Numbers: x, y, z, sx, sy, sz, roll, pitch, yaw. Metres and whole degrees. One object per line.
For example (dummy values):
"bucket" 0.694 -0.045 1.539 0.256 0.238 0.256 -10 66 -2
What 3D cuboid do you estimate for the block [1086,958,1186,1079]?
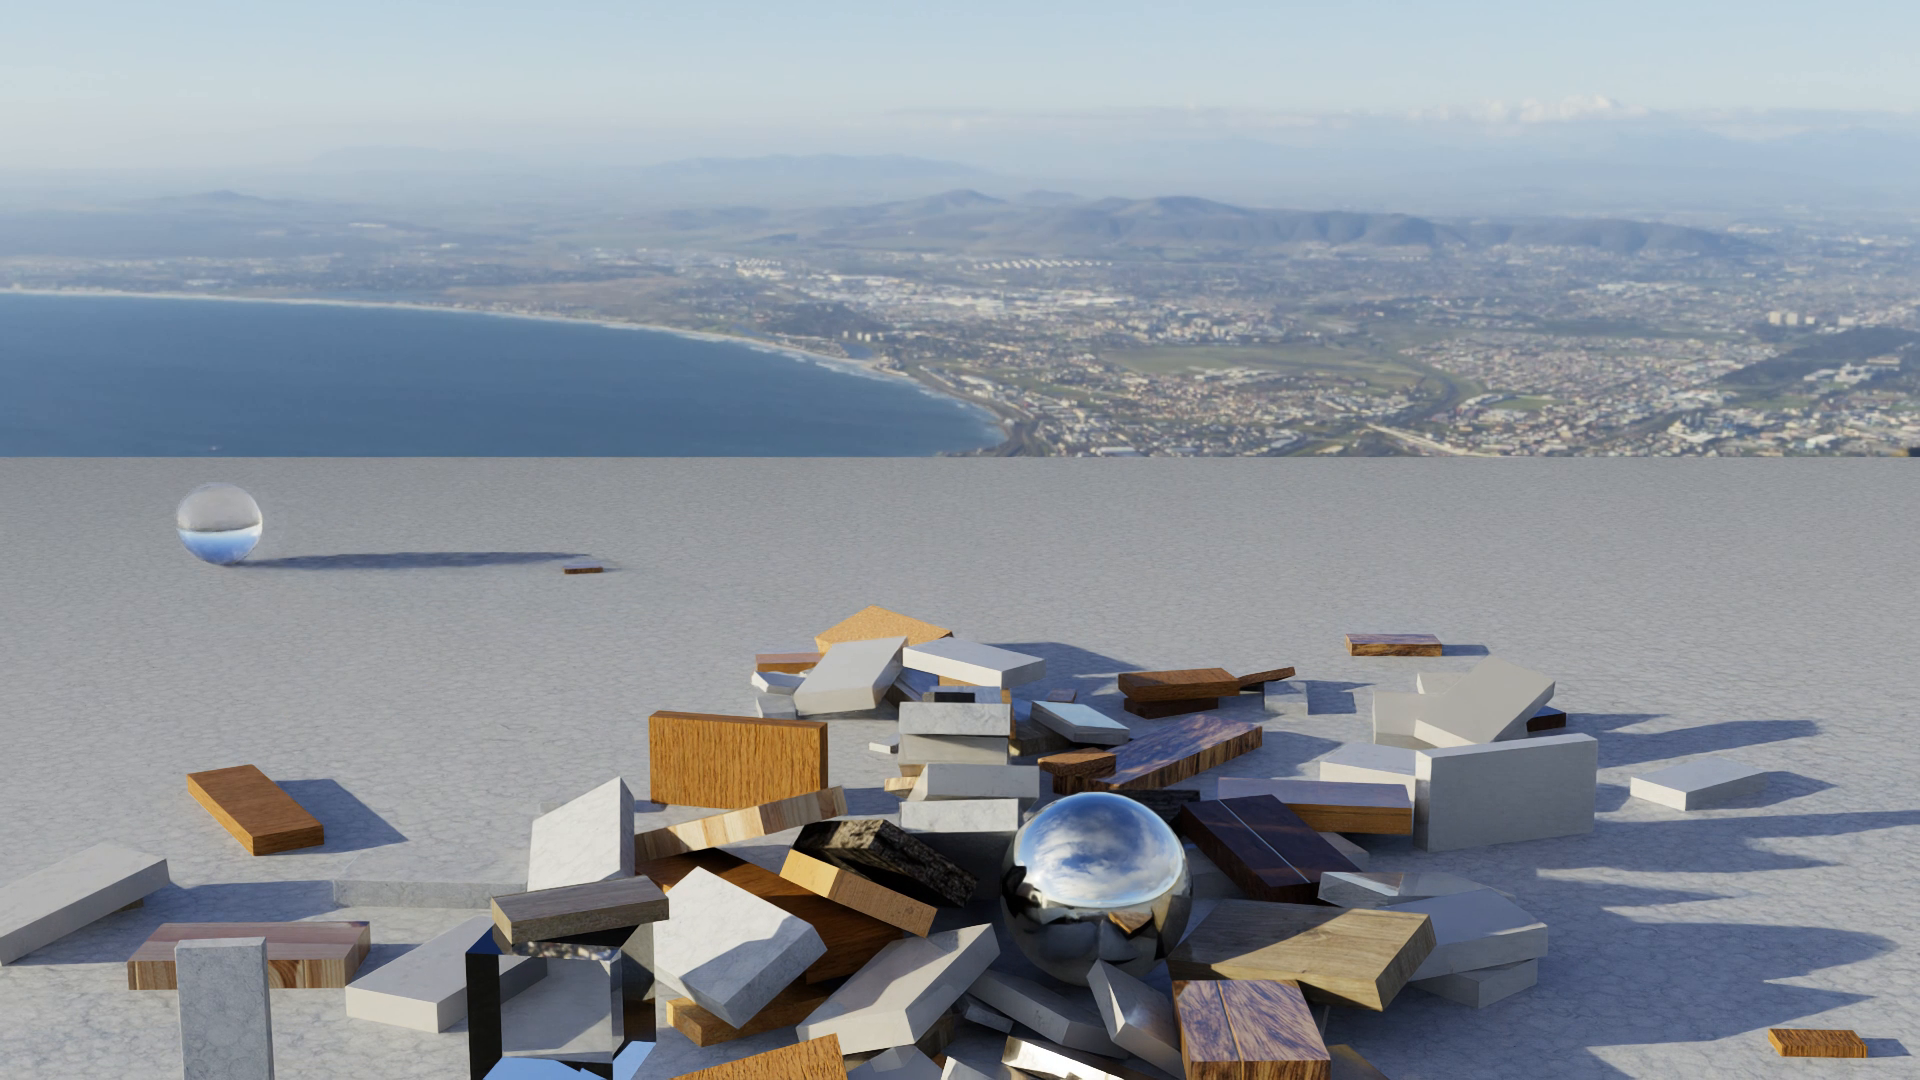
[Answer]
"block" 0.249 0.661 3.044 0.116 0.033 0.231 31 6 -10

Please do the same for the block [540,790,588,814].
"block" -0.709 0.493 4.134 0.146 0.021 0.073 0 11 2

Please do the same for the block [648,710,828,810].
"block" -0.416 0.419 4.129 0.337 0.169 0.048 3 11 15

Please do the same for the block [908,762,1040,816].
"block" 0.017 0.423 3.605 0.177 0.050 0.354 2 -16 -6

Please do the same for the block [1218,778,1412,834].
"block" 0.631 0.475 3.941 0.338 0.048 0.169 1 8 8

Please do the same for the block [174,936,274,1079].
"block" -0.958 0.628 2.869 0.108 0.217 0.031 -1 11 -6

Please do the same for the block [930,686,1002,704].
"block" 0.011 0.342 4.384 0.145 0.041 0.290 0 8 0

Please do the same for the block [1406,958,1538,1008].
"block" 0.709 0.630 3.338 0.147 0.042 0.293 -9 14 -41

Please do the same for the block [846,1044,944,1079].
"block" -0.100 0.716 2.765 0.118 0.034 0.237 36 27 26

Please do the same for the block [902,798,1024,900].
"block" 0.020 0.494 3.478 0.177 0.050 0.354 -2 -26 6

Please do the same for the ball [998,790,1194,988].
"ball" 0.202 0.518 3.266 0.289 0.289 0.289 0 11 0

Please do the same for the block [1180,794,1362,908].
"block" 0.519 0.521 3.677 0.173 0.049 0.346 -3 17 -18

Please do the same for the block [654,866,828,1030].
"block" -0.352 0.585 3.188 0.168 0.048 0.337 -39 27 -24

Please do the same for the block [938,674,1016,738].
"block" 0.031 0.333 4.671 0.145 0.041 0.485 0 11 -2

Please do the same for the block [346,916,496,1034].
"block" -0.745 0.641 3.270 0.159 0.045 0.318 5 11 23

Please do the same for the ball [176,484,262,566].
"ball" -2.166 -0.046 6.436 0.240 0.240 0.240 0 11 0

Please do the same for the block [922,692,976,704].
"block" -0.020 0.270 3.745 0.069 0.020 0.138 2 -5 -9

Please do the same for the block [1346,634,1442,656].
"block" 1.059 0.257 5.379 0.217 0.031 0.108 0 11 2

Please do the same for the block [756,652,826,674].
"block" -0.386 0.292 5.200 0.191 0.027 0.095 -1 11 -8

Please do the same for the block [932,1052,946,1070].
"block" -0.057 0.707 2.979 0.063 0.018 0.126 -9 13 -23

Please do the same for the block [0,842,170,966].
"block" -1.446 0.577 3.512 0.159 0.045 0.319 6 19 31

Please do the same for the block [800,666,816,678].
"block" -0.290 0.306 5.075 0.144 0.020 0.072 -17 27 -39

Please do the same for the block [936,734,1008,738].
"block" -0.003 0.418 4.006 0.180 0.051 0.359 1 -17 1

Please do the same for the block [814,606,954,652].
"block" -0.179 0.246 5.225 0.175 0.050 0.351 -29 24 -27

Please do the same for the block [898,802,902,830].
"block" -0.005 0.490 3.655 0.177 0.050 0.354 0 -16 1

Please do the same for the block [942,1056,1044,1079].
"block" 0.123 0.716 2.736 0.145 0.041 0.291 20 -5 -40

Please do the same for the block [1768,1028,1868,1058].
"block" 1.188 0.697 3.047 0.115 0.016 0.058 0 11 3

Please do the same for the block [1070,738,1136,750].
"block" 0.301 0.420 4.530 0.143 0.020 0.072 8 13 36

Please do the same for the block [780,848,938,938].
"block" -0.157 0.526 3.292 0.159 0.045 0.318 25 -9 -14

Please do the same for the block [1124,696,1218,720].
"block" 0.464 0.360 4.837 0.186 0.026 0.093 -6 12 -29

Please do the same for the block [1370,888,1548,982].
"block" 0.688 0.595 3.280 0.328 0.046 0.164 -7 14 -16

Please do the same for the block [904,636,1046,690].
"block" 0.030 0.267 4.790 0.290 0.041 0.145 11 16 42

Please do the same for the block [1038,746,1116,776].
"block" 0.226 0.428 4.251 0.138 0.020 0.069 -8 13 -36

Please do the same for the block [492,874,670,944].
"block" -0.516 0.501 2.992 0.217 0.031 0.108 -5 12 -25

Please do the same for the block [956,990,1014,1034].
"block" 0.029 0.662 3.127 0.068 0.019 0.136 22 1 -11

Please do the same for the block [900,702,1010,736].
"block" -0.004 0.306 3.744 0.180 0.051 0.359 1 -5 1

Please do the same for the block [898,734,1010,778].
"block" -0.003 0.411 3.805 0.180 0.051 0.359 2 -20 4

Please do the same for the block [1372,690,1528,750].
"block" 1.005 0.380 4.520 0.304 0.043 0.152 3 31 7

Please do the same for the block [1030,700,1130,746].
"block" 0.247 0.378 4.554 0.121 0.034 0.242 6 6 -20

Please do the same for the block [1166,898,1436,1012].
"block" 0.489 0.594 3.172 0.347 0.049 0.173 -3 22 40

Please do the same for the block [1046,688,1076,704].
"block" 0.227 0.353 4.903 0.054 0.015 0.109 2 11 9

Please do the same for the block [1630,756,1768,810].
"block" 1.423 0.467 4.232 0.249 0.035 0.125 -7 13 -34

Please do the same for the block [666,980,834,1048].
"block" -0.298 0.670 3.153 0.217 0.031 0.108 -7 13 -33
